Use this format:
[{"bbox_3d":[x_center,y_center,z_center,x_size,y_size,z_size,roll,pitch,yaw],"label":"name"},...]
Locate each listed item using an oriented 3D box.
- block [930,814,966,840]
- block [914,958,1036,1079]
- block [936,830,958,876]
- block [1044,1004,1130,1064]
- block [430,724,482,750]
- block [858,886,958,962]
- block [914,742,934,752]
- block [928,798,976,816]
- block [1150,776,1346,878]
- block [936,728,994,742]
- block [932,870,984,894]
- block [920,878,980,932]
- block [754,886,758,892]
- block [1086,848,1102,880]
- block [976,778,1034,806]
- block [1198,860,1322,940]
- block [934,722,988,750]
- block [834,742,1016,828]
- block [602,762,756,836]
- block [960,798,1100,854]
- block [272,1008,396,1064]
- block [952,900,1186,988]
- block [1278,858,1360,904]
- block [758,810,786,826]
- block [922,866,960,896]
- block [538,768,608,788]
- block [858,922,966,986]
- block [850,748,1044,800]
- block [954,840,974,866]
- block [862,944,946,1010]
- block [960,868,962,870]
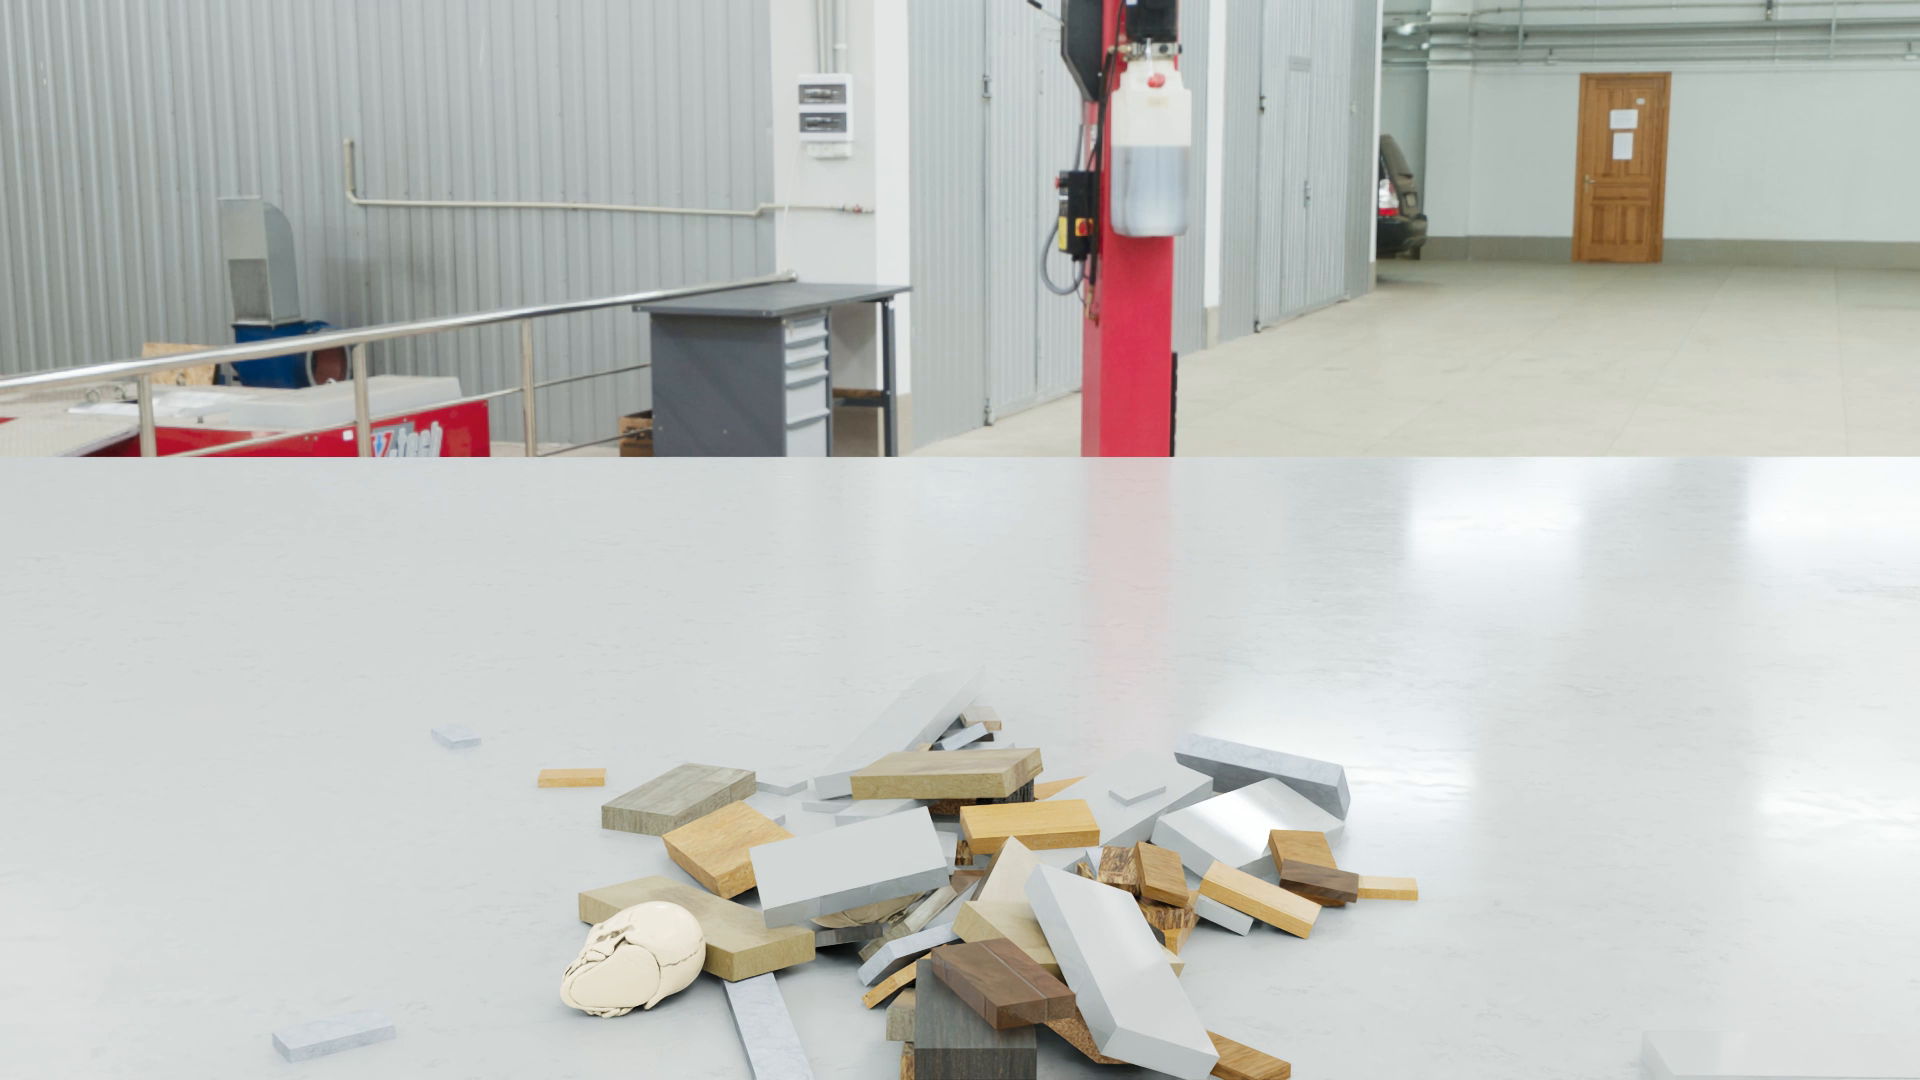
[{"bbox_3d":[-0.007,0.503,4.052,0.108,0.030,0.215,1,11,5],"label":"block"},{"bbox_3d":[0.017,0.605,2.788,0.147,0.042,0.294,0,10,-1],"label":"block"},{"bbox_3d":[-0.059,0.519,3.685,0.104,0.030,0.209,7,3,1],"label":"block"},{"bbox_3d":[0.166,0.661,3.043,0.107,0.030,0.214,13,9,-39],"label":"block"},{"bbox_3d":[-1.052,0.410,4.588,0.062,0.018,0.124,-7,13,-33],"label":"block"},{"bbox_3d":[-0.079,0.595,3.417,0.096,0.027,0.192,-38,-4,22],"label":"block"},{"bbox_3d":[-0.079,0.451,4.174,0.025,0.088,0.175,0,10,11],"label":"block"},{"bbox_3d":[0.019,0.465,4.090,0.108,0.030,0.215,2,11,13],"label":"block"},{"bbox_3d":[0.505,0.509,3.831,0.335,0.047,0.167,-11,34,-45],"label":"block"},{"bbox_3d":[0.004,0.401,4.444,0.070,0.020,0.140,-9,3,-27],"label":"block"},{"bbox_3d":[0.021,0.569,3.606,0.143,0.020,0.072,5,22,-26],"label":"block"},{"bbox_3d":[-0.022,0.590,3.444,0.096,0.027,0.192,-38,-5,23],"label":"block"},{"bbox_3d":[-0.220,0.550,3.774,0.286,0.041,0.143,-2,11,-12],"label":"block"},{"bbox_3d":[0.248,0.533,3.587,0.067,0.019,0.134,-1,11,-5],"label":"block"},{"bbox_3d":[0.083,0.473,4.006,0.030,0.108,0.215,4,11,22],"label":"block"},{"bbox_3d":[0.480,0.575,3.521,0.185,0.026,0.093,22,16,13],"label":"block"},{"bbox_3d":[-0.005,0.386,4.244,0.088,0.025,0.176,-26,-3,-12],"label":"block"},{"bbox_3d":[-0.056,0.448,4.024,0.104,0.030,0.454,-4,10,33],"label":"block"},{"bbox_3d":[-0.523,0.485,4.117,0.153,0.043,0.305,5,11,23],"label":"block"},{"bbox_3d":[0.118,0.487,3.738,0.219,0.031,0.109,-2,23,-11],"label":"block"},{"bbox_3d":[-0.874,0.691,3.068,0.148,0.021,0.074,-7,13,-34],"label":"block"},{"bbox_3d":[0.160,0.590,3.189,0.329,0.047,0.165,11,16,-46],"label":"block"},{"bbox_3d":[0.589,0.559,3.606,0.126,0.018,0.063,11,25,8],"label":"block"},{"bbox_3d":[-0.379,0.519,4.001,0.062,0.018,0.124,6,12,30],"label":"block"},{"bbox_3d":[-0.020,0.569,3.628,0.050,0.014,0.101,26,22,28],"label":"block"},{"bbox_3d":[-0.756,0.464,4.295,0.128,0.018,0.064,-1,11,-5],"label":"block"},{"bbox_3d":[-0.052,0.615,3.305,0.192,0.027,0.096,-9,-28,-41],"label":"block"},{"bbox_3d":[-0.024,0.419,3.934,0.308,0.044,0.154,-5,9,28],"label":"block"},{"bbox_3d":[0.001,0.548,3.856,0.047,0.013,0.094,0,11,1],"label":"block"},{"bbox_3d":[-0.077,0.640,3.227,0.072,0.020,0.143,-41,-13,32],"label":"block"},{"bbox_3d":[-0.047,0.566,3.680,0.050,0.014,0.101,6,13,32],"label":"block"}]
